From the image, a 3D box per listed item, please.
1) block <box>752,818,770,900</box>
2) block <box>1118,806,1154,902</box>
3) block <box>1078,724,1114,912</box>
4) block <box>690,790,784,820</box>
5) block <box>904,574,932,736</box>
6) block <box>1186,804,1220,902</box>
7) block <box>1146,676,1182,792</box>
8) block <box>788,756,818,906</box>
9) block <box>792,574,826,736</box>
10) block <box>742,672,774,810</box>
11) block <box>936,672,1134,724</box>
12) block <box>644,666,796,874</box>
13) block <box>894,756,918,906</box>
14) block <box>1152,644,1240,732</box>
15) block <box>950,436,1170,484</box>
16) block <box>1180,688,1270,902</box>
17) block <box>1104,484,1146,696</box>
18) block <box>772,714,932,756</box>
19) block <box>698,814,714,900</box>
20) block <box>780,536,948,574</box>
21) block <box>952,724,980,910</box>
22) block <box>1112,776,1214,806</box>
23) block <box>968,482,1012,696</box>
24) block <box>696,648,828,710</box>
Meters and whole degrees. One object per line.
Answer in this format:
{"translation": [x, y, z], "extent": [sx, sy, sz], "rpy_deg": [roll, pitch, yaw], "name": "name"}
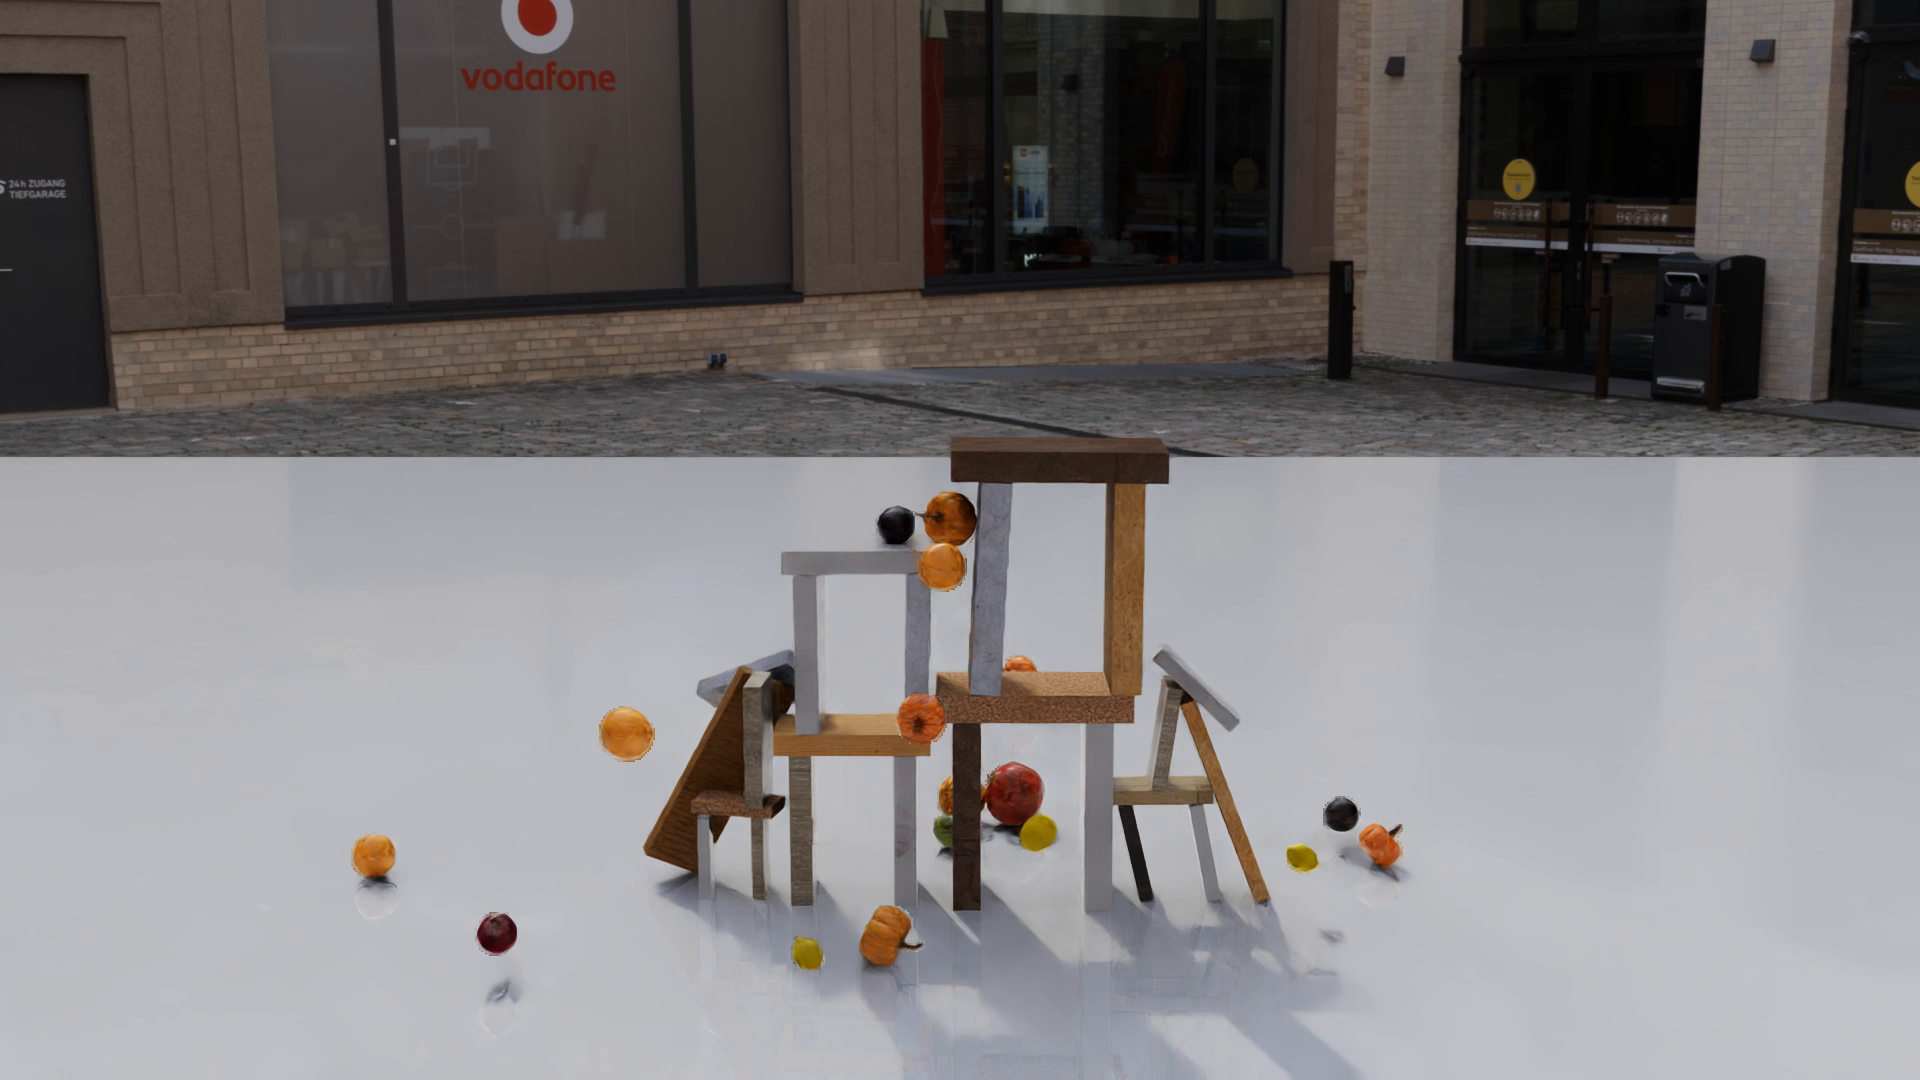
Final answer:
{"translation": [-0.332, 0.520, 3.661], "extent": [0.020, 0.140, 0.070], "rpy_deg": [1, 10, 3], "name": "block"}
{"translation": [0.290, 0.508, 3.657], "extent": [0.023, 0.166, 0.083], "rpy_deg": [-13, 10, 2], "name": "block"}
{"translation": [0.225, 0.434, 3.636], "extent": [0.045, 0.319, 0.159], "rpy_deg": [0, 11, 0], "name": "block"}
{"translation": [-0.369, 0.439, 3.657], "extent": [0.140, 0.020, 0.070], "rpy_deg": [3, 11, 13], "name": "block"}
{"translation": [-0.069, 0.173, 3.595], "extent": [0.037, 0.265, 0.132], "rpy_deg": [1, 11, 0], "name": "block"}
{"translation": [0.403, 0.507, 3.656], "extent": [0.023, 0.166, 0.083], "rpy_deg": [-11, 10, 2], "name": "block"}
{"translation": [0.336, 0.317, 3.620], "extent": [0.024, 0.172, 0.086], "rpy_deg": [8, 10, -2], "name": "block"}
{"translation": [-0.259, 0.464, 3.649], "extent": [0.036, 0.255, 0.127], "rpy_deg": [0, 11, 0], "name": "block"}
{"translation": [-0.245, 0.173, 3.596], "extent": [0.037, 0.265, 0.132], "rpy_deg": [0, 11, 2], "name": "block"}
{"translation": [-0.333, 0.330, 3.625], "extent": [0.029, 0.206, 0.103], "rpy_deg": [1, 10, 5], "name": "block"}
{"translation": [0.120, 0.257, 3.595], "extent": [0.319, 0.045, 0.159], "rpy_deg": [0, 11, 0], "name": "block"}
{"translation": [-0.407, 0.390, 3.722], "extent": [0.103, 0.366, 0.029], "rpy_deg": [24, 12, -24], "name": "block"}
{"translation": [-0.089, 0.464, 3.649], "extent": [0.036, 0.255, 0.127], "rpy_deg": [0, 11, 0], "name": "block"}
{"translation": [0.386, 0.241, 3.598], "extent": [0.172, 0.024, 0.086], "rpy_deg": [44, 7, 2], "name": "block"}
{"translation": [0.157, -0.129, 3.532], "extent": [0.343, 0.049, 0.171], "rpy_deg": [1, 11, 0], "name": "block"}
{"translation": [0.434, 0.420, 3.636], "extent": [0.024, 0.361, 0.086], "rpy_deg": [-21, 10, 3], "name": "block"}
{"translation": [0.266, 0.064, 3.568], "extent": [0.049, 0.343, 0.171], "rpy_deg": [0, 11, -1], "name": "block"}
{"translation": [-0.175, 0.321, 3.623], "extent": [0.255, 0.036, 0.127], "rpy_deg": [0, 11, 0], "name": "block"}
{"translation": [-0.423, 0.520, 3.661], "extent": [0.020, 0.140, 0.070], "rpy_deg": [0, 11, -1], "name": "block"}
{"translation": [-0.153, 0.024, 3.568], "extent": [0.265, 0.037, 0.132], "rpy_deg": [0, 11, 0], "name": "block"}
{"translation": [0.011, 0.434, 3.639], "extent": [0.045, 0.319, 0.159], "rpy_deg": [0, 11, 0], "name": "block"}
{"translation": [0.331, 0.414, 3.638], "extent": [0.166, 0.023, 0.083], "rpy_deg": [0, 11, -1], "name": "block"}
{"translation": [0.048, 0.064, 3.563], "extent": [0.049, 0.343, 0.171], "rpy_deg": [3, 10, -1], "name": "block"}
{"translation": [-0.339, 0.250, 3.760], "extent": [0.206, 0.029, 0.103], "rpy_deg": [-20, -43, 32], "name": "block"}
